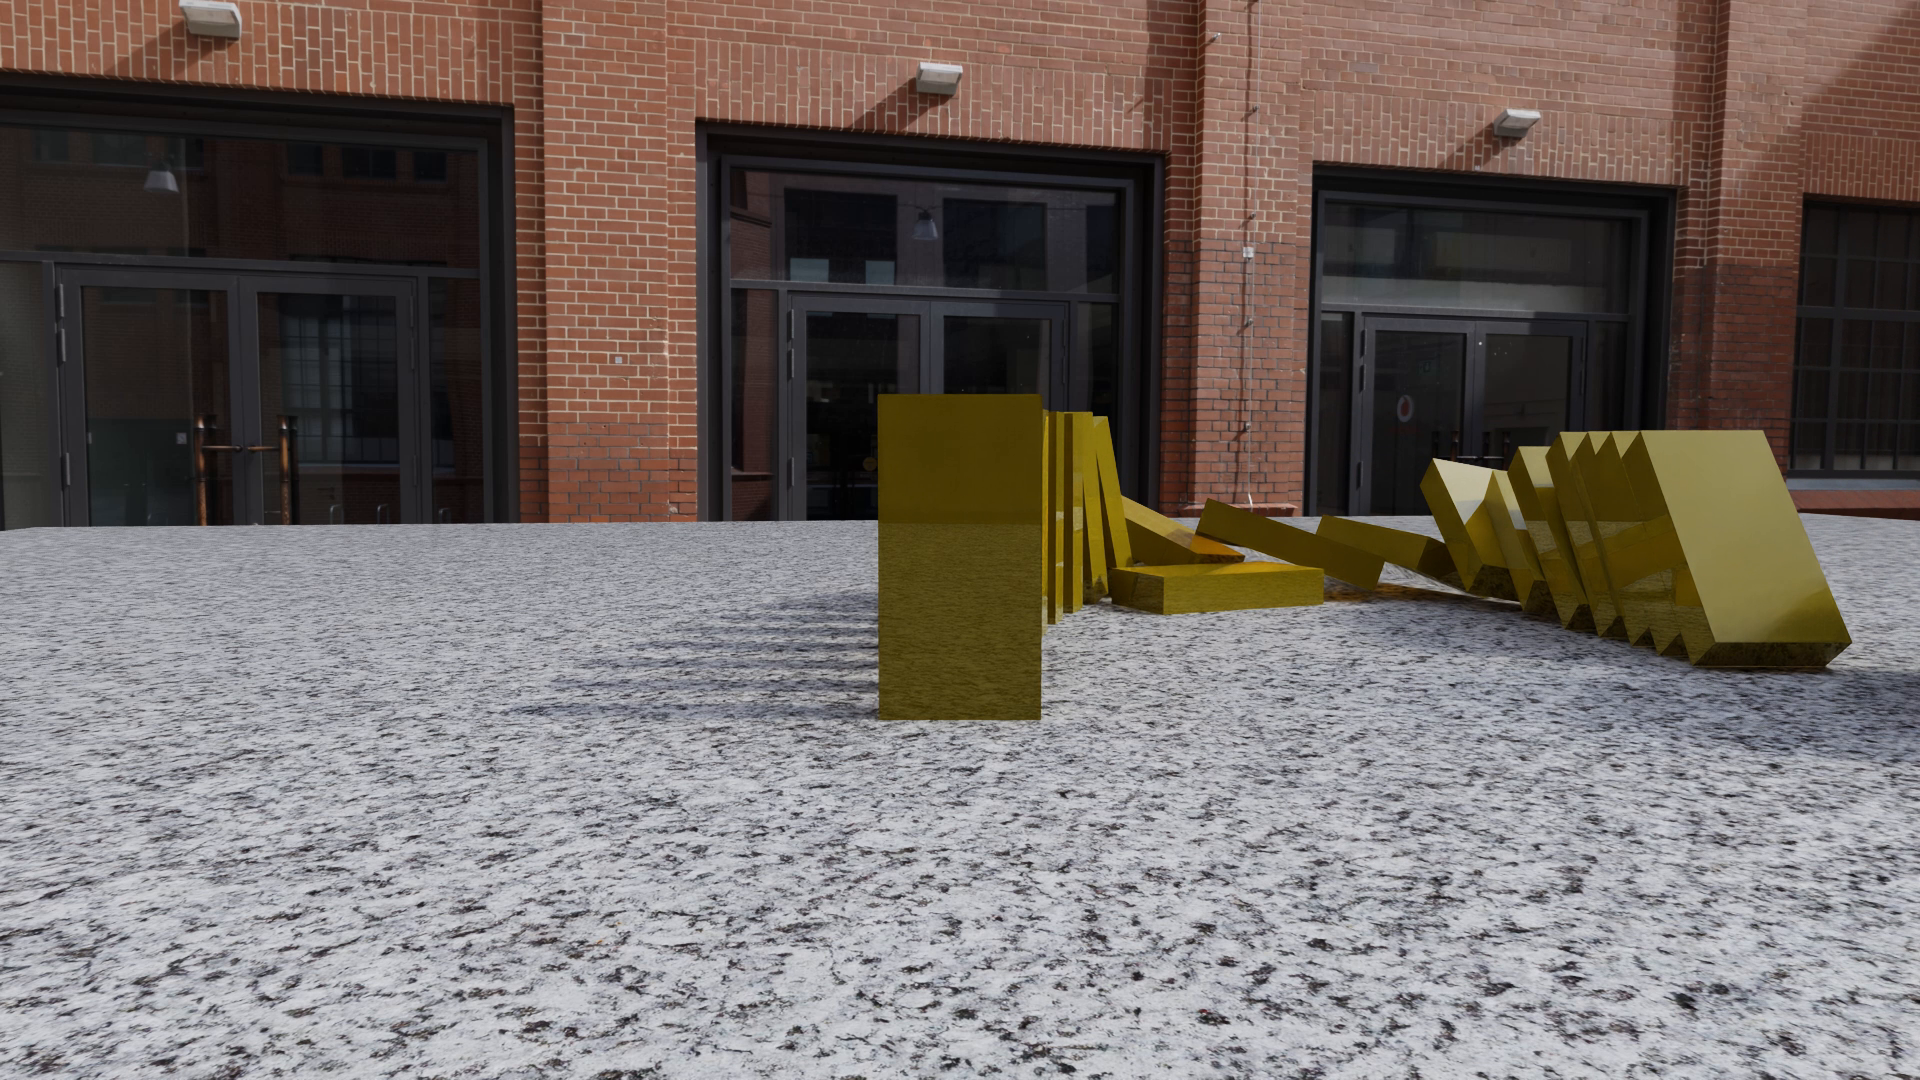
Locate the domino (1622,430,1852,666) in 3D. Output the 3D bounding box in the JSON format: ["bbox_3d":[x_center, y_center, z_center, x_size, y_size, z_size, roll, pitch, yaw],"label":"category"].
[{"bbox_3d":[0.153,0.001,0.255,0.025,0.050,0.009,0,-34,1],"label":"domino"}]

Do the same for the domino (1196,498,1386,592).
[{"bbox_3d":[0.092,0.002,0.362,0.050,0.010,0.025,20,1,10],"label":"domino"}]

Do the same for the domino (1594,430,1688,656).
[{"bbox_3d":[0.153,0.000,0.267,0.025,0.050,0.009,0,-34,1],"label":"domino"}]

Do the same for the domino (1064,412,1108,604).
[{"bbox_3d":[0.024,-0.009,0.343,0.025,0.050,0.009,2,18,30],"label":"domino"}]

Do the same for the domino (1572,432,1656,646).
[{"bbox_3d":[0.154,-0.001,0.279,0.025,0.050,0.009,0,-34,1],"label":"domino"}]

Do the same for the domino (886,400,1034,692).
[{"bbox_3d":[0.000,0.001,0.222,0.025,0.050,0.010,0,4,1],"label":"domino"}]

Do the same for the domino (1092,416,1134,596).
[{"bbox_3d":[0.032,-0.009,0.356,0.025,0.050,0.010,3,27,33],"label":"domino"}]

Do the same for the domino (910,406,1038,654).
[{"bbox_3d":[0.003,-0.002,0.266,0.025,0.050,0.009,1,4,8],"label":"domino"}]

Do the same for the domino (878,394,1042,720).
[{"bbox_3d":[0.000,0.002,0.201,0.025,0.050,0.009,0,4,0],"label":"domino"}]

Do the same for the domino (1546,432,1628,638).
[{"bbox_3d":[0.153,-0.002,0.291,0.025,0.050,0.010,0,-34,1],"label":"domino"}]

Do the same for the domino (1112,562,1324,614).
[{"bbox_3d":[0.068,0.012,0.341,0.050,0.009,0.025,-2,5,-24],"label":"domino"}]

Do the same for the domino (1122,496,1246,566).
[{"bbox_3d":[0.056,-0.001,0.380,0.025,0.009,0.050,3,20,-46],"label":"domino"}]

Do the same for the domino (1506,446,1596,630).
[{"bbox_3d":[0.151,-0.001,0.306,0.025,0.010,0.050,0,49,1],"label":"domino"}]

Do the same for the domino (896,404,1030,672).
[{"bbox_3d":[0.001,-0.001,0.244,0.025,0.050,0.009,0,4,4],"label":"domino"}]

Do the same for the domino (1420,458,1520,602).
[{"bbox_3d":[0.144,-0.003,0.347,0.025,0.009,0.050,10,36,-4],"label":"domino"}]

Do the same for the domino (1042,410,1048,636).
[{"bbox_3d":[0.007,-0.004,0.287,0.025,0.050,0.010,1,4,11],"label":"domino"}]

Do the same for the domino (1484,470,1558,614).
[{"bbox_3d":[0.152,0.000,0.325,0.025,0.009,0.050,6,35,6],"label":"domino"}]

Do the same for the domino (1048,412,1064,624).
[{"bbox_3d":[0.012,-0.006,0.308,0.025,0.050,0.009,1,4,15],"label":"domino"}]

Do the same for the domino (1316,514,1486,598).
[{"bbox_3d":[0.128,0.004,0.372,0.025,0.010,0.050,21,1,-19],"label":"domino"}]

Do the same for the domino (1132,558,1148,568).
[{"bbox_3d":[0.034,0.009,0.388,0.050,0.009,0.025,3,5,30],"label":"domino"}]

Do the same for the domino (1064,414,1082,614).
[{"bbox_3d":[0.018,-0.007,0.328,0.025,0.050,0.009,2,6,20],"label":"domino"}]
